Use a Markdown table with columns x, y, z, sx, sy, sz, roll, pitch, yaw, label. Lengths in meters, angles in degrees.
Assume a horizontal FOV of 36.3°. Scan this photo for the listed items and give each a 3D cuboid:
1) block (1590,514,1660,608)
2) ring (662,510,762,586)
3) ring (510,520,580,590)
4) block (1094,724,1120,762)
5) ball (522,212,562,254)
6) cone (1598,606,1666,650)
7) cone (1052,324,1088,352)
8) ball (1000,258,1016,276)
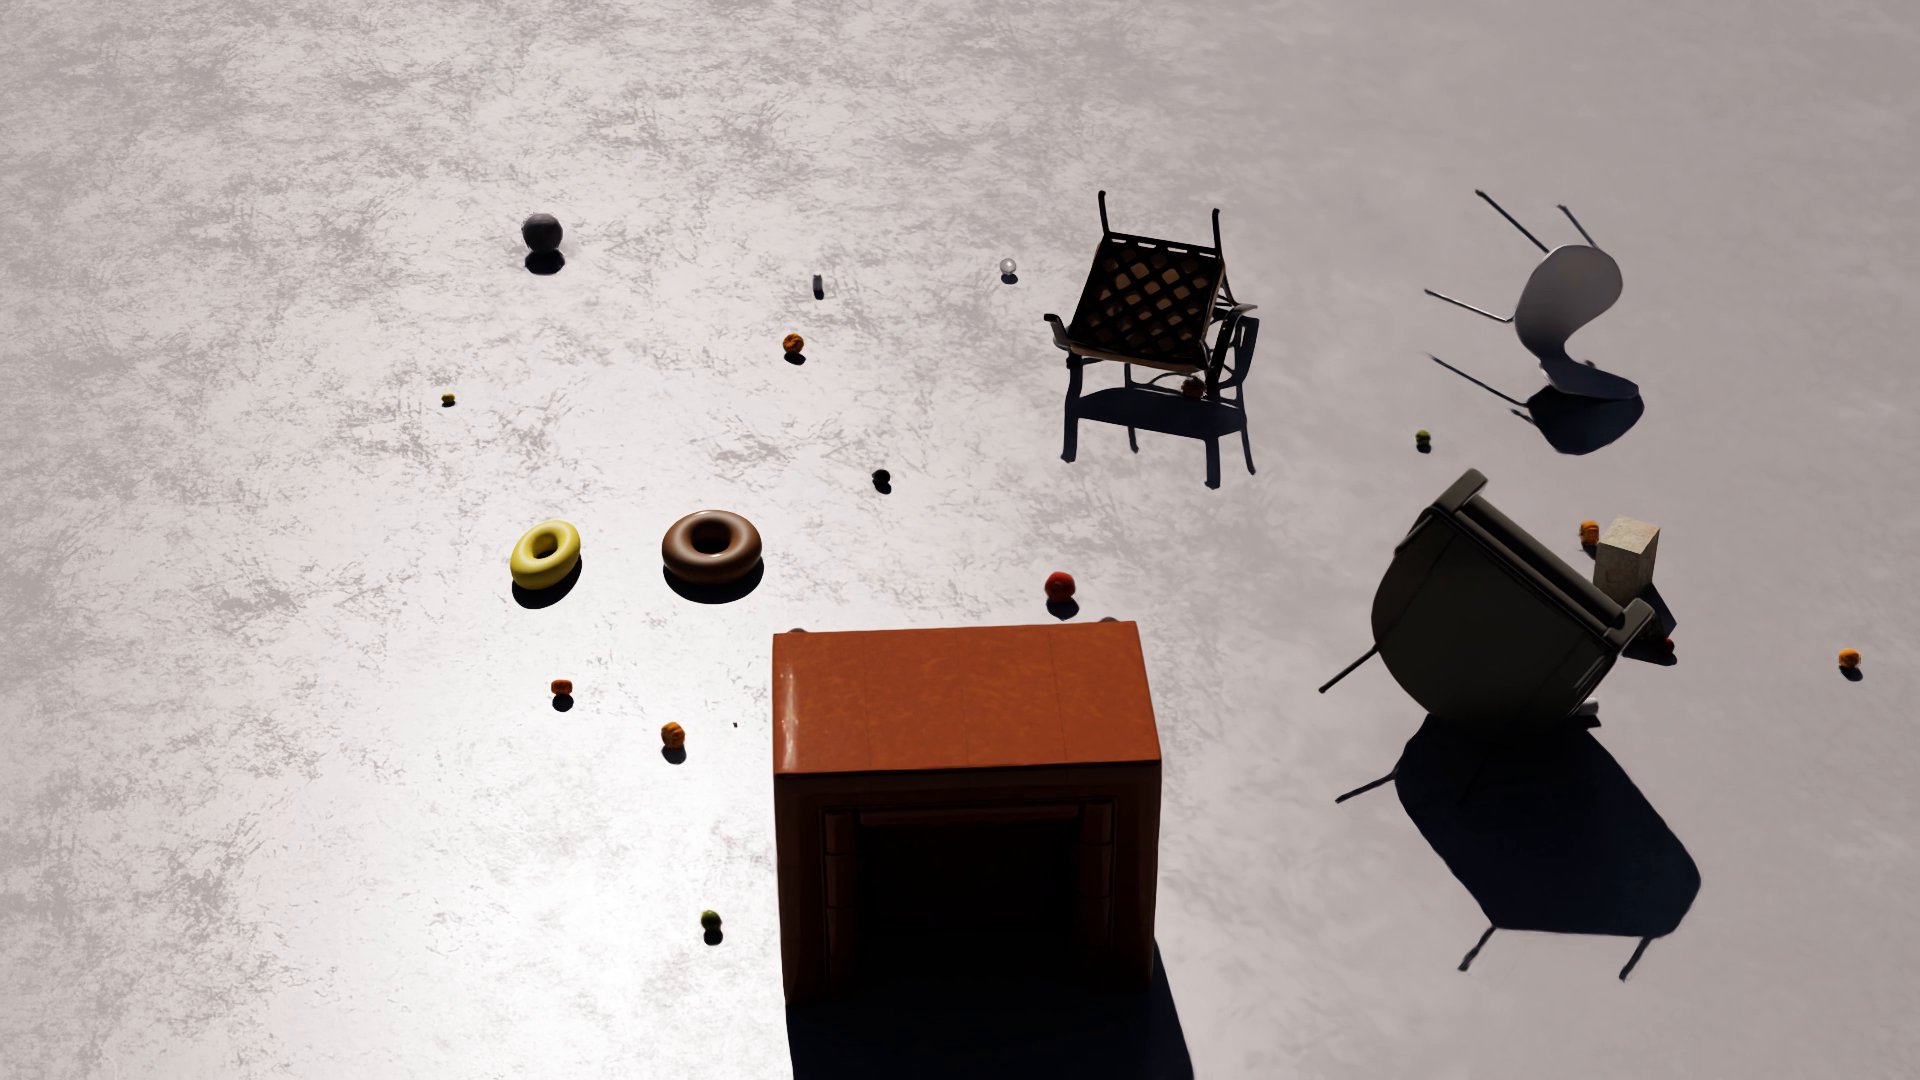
| x | y | z | sx | sy | sz | roll | pitch | yaw | label |
| --- | --- | --- | --- | --- | --- | --- | --- | --- | --- |
| 2.407 | 0.078 | 10.609 | 0.159 | 0.238 | 0.206 | 18 | 38 | 25 | block |
| -0.915 | 0.029 | 10.807 | 0.373 | 0.105 | 0.441 | -4 | 34 | -5 | ring |
| -1.522 | 0.054 | 10.768 | 0.235 | 0.105 | 0.405 | 8 | 34 | 10 | ring |
| 0.490 | 0.683 | 9.819 | 0.083 | 0.099 | 0.078 | 1 | 33 | 2 | block |
| -1.825 | -1.342 | 12.822 | 0.176 | 0.176 | 0.176 | 0 | 33 | 0 | ball |
| 2.354 | 0.343 | 10.364 | 0.238 | 0.139 | 0.128 | -23 | -4 | -6 | cone |
| 0.461 | -0.861 | 12.169 | 0.143 | 0.090 | 0.179 | -15 | 36 | -22 | cone |
| 0.207 | -1.182 | 12.671 | 0.073 | 0.073 | 0.073 | 0 | 33 | 0 | ball |
